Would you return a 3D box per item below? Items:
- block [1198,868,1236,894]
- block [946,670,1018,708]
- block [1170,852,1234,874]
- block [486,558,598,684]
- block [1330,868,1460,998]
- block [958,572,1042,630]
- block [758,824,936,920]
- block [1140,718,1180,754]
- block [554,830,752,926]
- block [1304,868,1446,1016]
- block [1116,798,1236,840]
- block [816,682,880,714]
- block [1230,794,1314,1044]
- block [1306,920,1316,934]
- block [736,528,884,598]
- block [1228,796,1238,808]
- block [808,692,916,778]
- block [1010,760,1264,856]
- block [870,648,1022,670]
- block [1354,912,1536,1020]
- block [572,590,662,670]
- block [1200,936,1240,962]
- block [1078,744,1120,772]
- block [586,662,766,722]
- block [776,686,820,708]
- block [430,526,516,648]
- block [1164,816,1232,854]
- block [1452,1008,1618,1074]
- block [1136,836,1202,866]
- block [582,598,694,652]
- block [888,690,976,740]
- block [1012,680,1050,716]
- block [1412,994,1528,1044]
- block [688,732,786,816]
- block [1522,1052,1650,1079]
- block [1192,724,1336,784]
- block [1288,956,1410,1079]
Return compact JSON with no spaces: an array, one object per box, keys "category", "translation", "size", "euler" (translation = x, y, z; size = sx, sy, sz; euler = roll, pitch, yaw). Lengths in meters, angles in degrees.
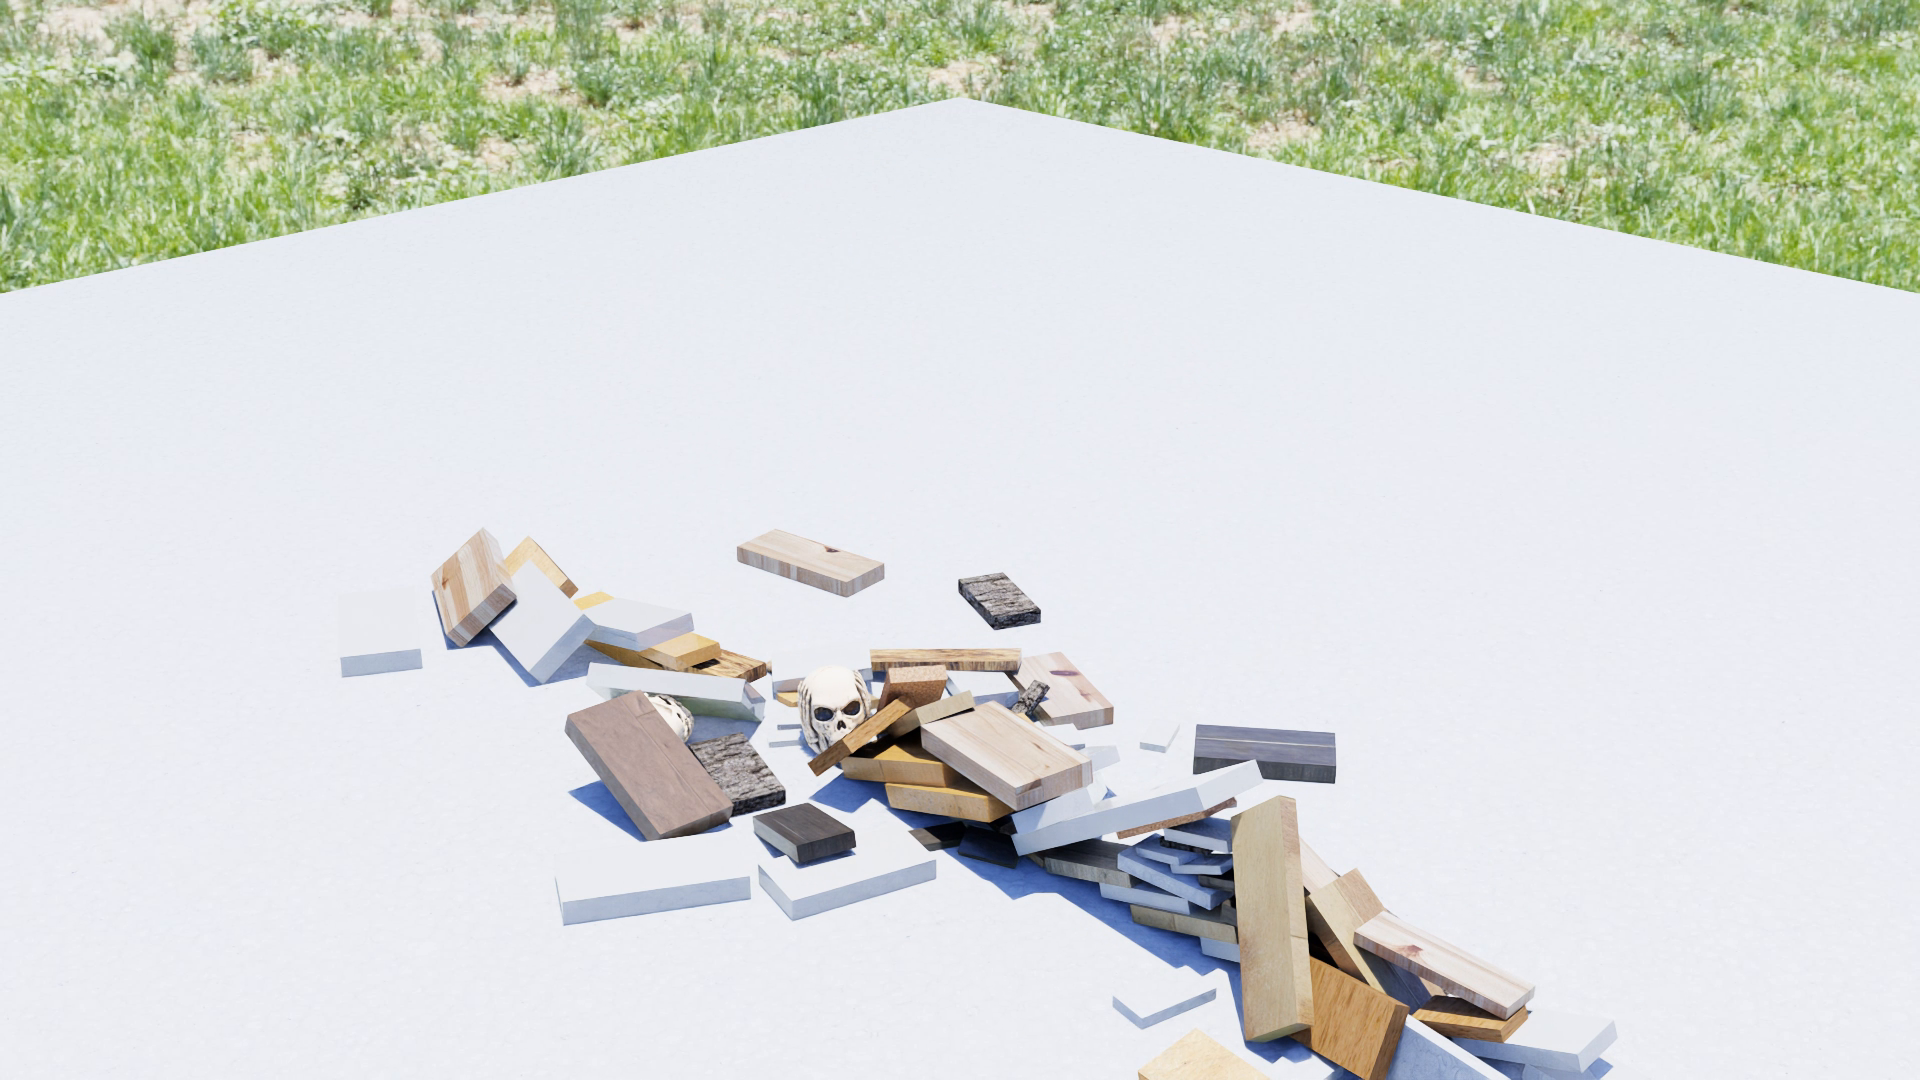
[{"category":"block","translation":[0.525,0.606,3.915],"size":[0.191,0.022,0.078],"euler":[4,19,44]},{"category":"block","translation":[0.038,0.319,4.937],"size":[0.122,0.035,0.245],"euler":[-6,18,-14]},{"category":"block","translation":[0.444,0.585,3.978],"size":[0.117,0.017,0.058],"euler":[-8,11,46]},{"category":"block","translation":[-0.989,0.186,5.127],"size":[0.180,0.051,0.359],"euler":[-47,37,-7]},{"category":"block","translation":[0.770,0.717,4.038],"size":[0.091,0.026,0.555],"euler":[-13,26,-27]},{"category":"block","translation":[0.095,0.148,5.369],"size":[0.121,0.034,0.241],"euler":[-9,24,-19]},{"category":"block","translation":[-0.215,0.634,4.212],"size":[0.305,0.043,0.153],"euler":[-12,26,-27]},{"category":"block","translation":[0.432,0.422,4.745],"size":[0.058,0.016,0.116],"euler":[8,24,19]},{"category":"block","translation":[-0.587,0.640,4.188],"size":[0.351,0.050,0.175],"euler":[-6,24,-14]},{"category":"block","translation":[0.704,0.703,3.753],"size":[0.134,0.038,0.267],"euler":[-20,69,-40]},{"category":"block","translation":[0.393,0.505,4.026],"size":[0.083,0.023,0.245],"euler":[-18,-4,-40]},{"category":"block","translation":[-0.248,0.349,4.866],"size":[0.078,0.022,0.156],"euler":[-7,14,-29]},{"category":"block","translation":[0.534,0.649,3.775],"size":[0.038,0.133,0.399],"euler":[16,58,-29]},{"category":"block","translation":[0.593,0.644,3.866],"size":[0.156,0.022,0.078],"euler":[18,29,41]},{"category":"block","translation":[-0.380,0.056,5.574],"size":[0.368,0.042,0.148],"euler":[17,28,34]},{"category":"block","translation":[0.501,0.531,4.488],"size":[0.116,0.016,0.058],"euler":[-6,24,-13]},{"category":"block","translation":[-0.202,0.401,4.542],"size":[0.121,0.034,0.241],"euler":[-37,-2,38]},{"category":"block","translation":[0.318,0.500,4.078],"size":[0.153,0.043,0.564],"euler":[-18,-4,-37]},{"category":"block","translation":[-0.081,0.272,5.003],"size":[0.439,0.022,0.078],"euler":[-1,19,10]},{"category":"block","translation":[0.800,0.703,3.647],"size":[0.298,0.024,0.085],"euler":[23,33,40]},{"category":"block","translation":[-0.734,0.242,5.136],"size":[0.152,0.043,0.558],"euler":[-21,31,-40]},{"category":"block","translation":[0.564,0.720,3.923],"size":[0.124,0.035,0.248],"euler":[-21,16,-40]},{"category":"block","translation":[0.194,0.477,4.491],"size":[0.245,0.035,0.122],"euler":[-19,1,-25]},{"category":"block","translation":[-0.616,0.332,4.784],"size":[0.351,0.050,0.176],"euler":[5,-17,12]},{"category":"block","translation":[-0.349,0.345,4.928],"size":[0.112,0.016,0.056],"euler":[-20,30,-39]},{"category":"block","translation":[-1.176,0.110,5.305],"size":[0.180,0.051,0.359],"euler":[-43,29,1]},{"category":"block","translation":[0.455,0.529,3.978],"size":[0.083,0.023,0.166],"euler":[-19,13,-35]},{"category":"block","translation":[0.924,0.800,3.544],"size":[0.232,0.033,0.116],"euler":[-2,17,47]},{"category":"block","translation":[0.383,0.571,4.031],"size":[0.059,0.017,0.117],"euler":[-18,13,-34]},{"category":"block","translation":[-0.763,0.192,5.062],"size":[0.152,0.043,0.304],"euler":[-21,19,-38]},{"category":"block","translation":[-0.060,0.360,4.496],"size":[0.121,0.034,0.241],"euler":[-18,-7,-19]},{"category":"block","translation":[0.152,0.353,4.826],"size":[0.098,0.014,0.049],"euler":[-52,32,-14]},{"category":"block","translation":[0.832,0.783,3.598],"size":[0.170,0.024,0.085],"euler":[-4,16,44]},{"category":"block","translation":[-0.463,0.483,4.555],"size":[0.121,0.034,0.241],"euler":[-11,30,-25]},{"category":"block","translation":[1.025,0.873,3.492],"size":[0.232,0.033,0.116],"euler":[26,34,30]},{"category":"block","translation":[0.643,0.450,4.646],"size":[0.295,0.042,0.148],"euler":[3,23,7]},{"category":"block","translation":[0.623,0.792,3.682],"size":[0.038,0.133,0.266],"euler":[19,1,-37]}]
